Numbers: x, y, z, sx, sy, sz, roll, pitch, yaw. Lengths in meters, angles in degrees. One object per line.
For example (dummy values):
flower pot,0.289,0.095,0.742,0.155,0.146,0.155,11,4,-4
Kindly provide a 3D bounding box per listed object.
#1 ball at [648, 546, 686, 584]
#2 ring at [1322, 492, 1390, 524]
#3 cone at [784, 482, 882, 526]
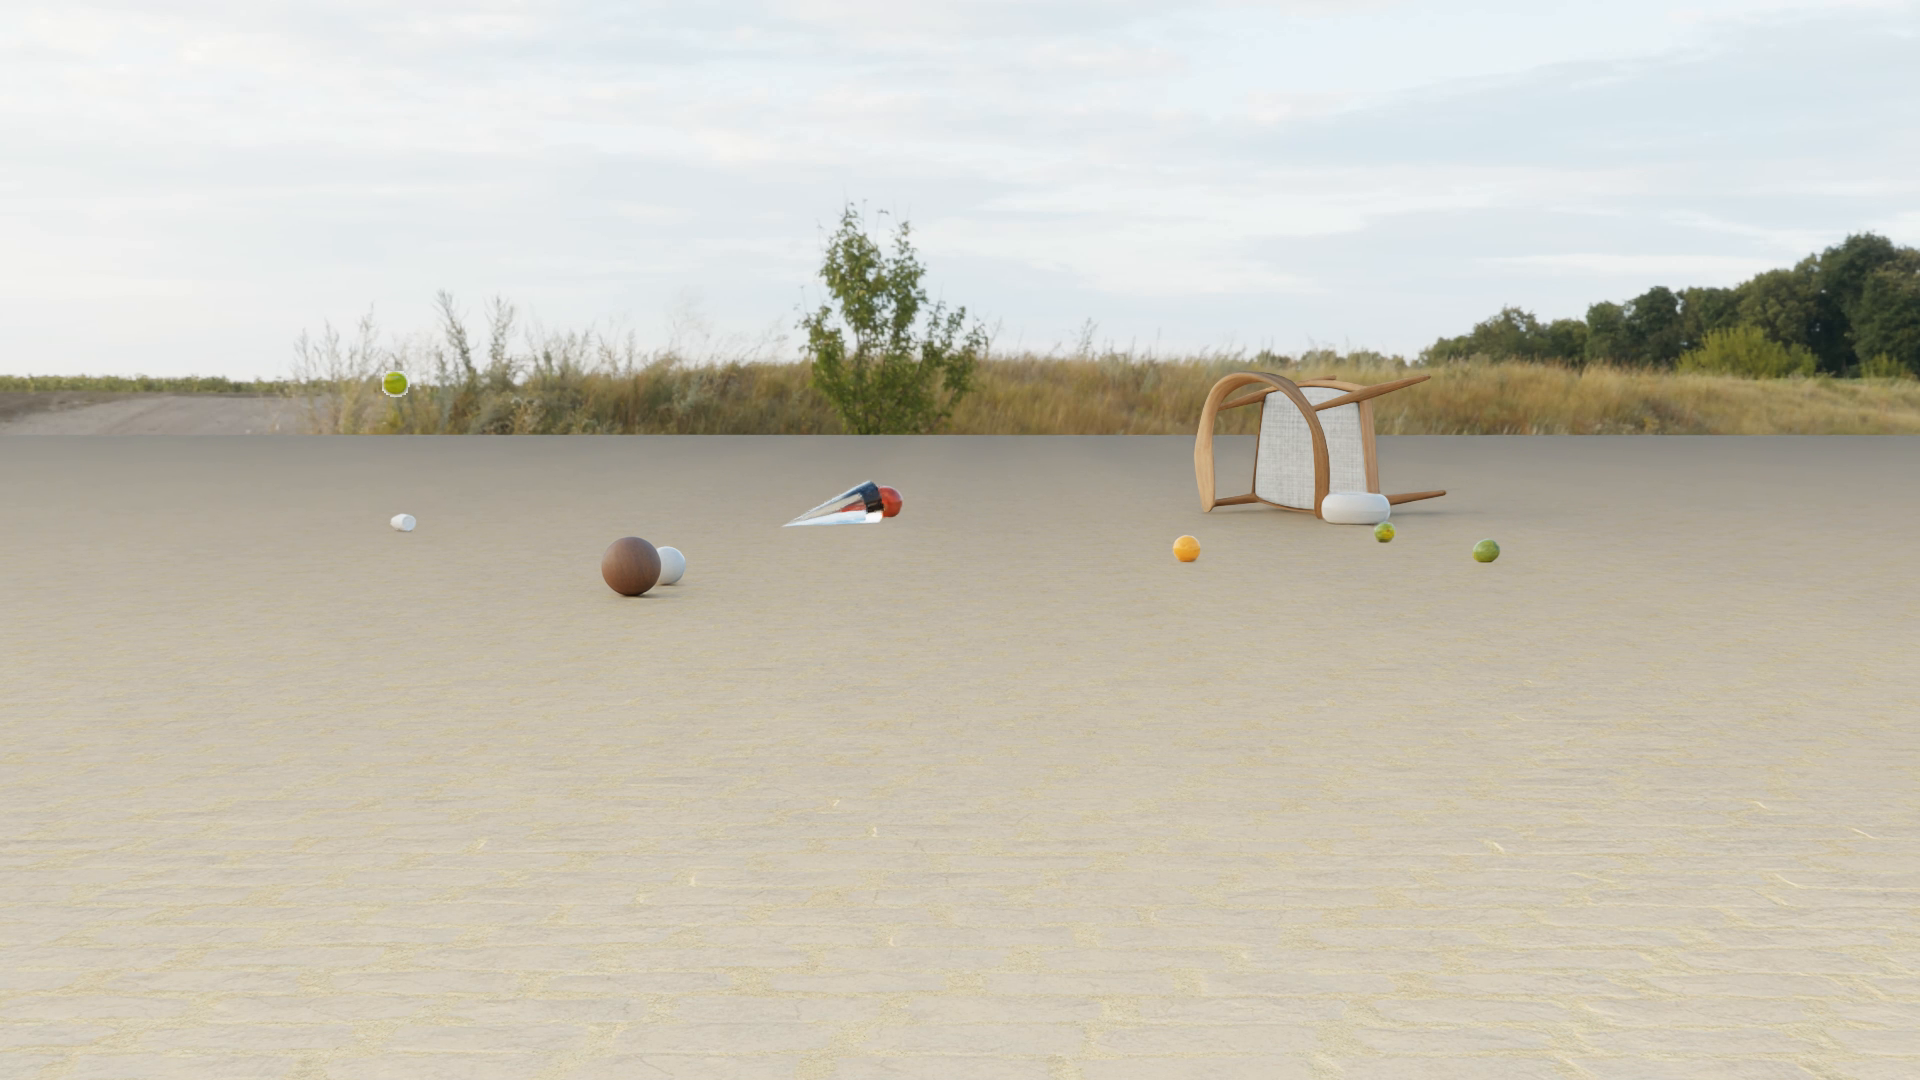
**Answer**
ball,-0.673,0.059,5.049,0.088,0.088,0.088,0,4,0
ring,1.319,-0.104,7.325,0.226,0.101,0.170,2,6,13
cone,-0.442,-0.086,7.289,0.345,0.138,0.162,-16,-15,-30
